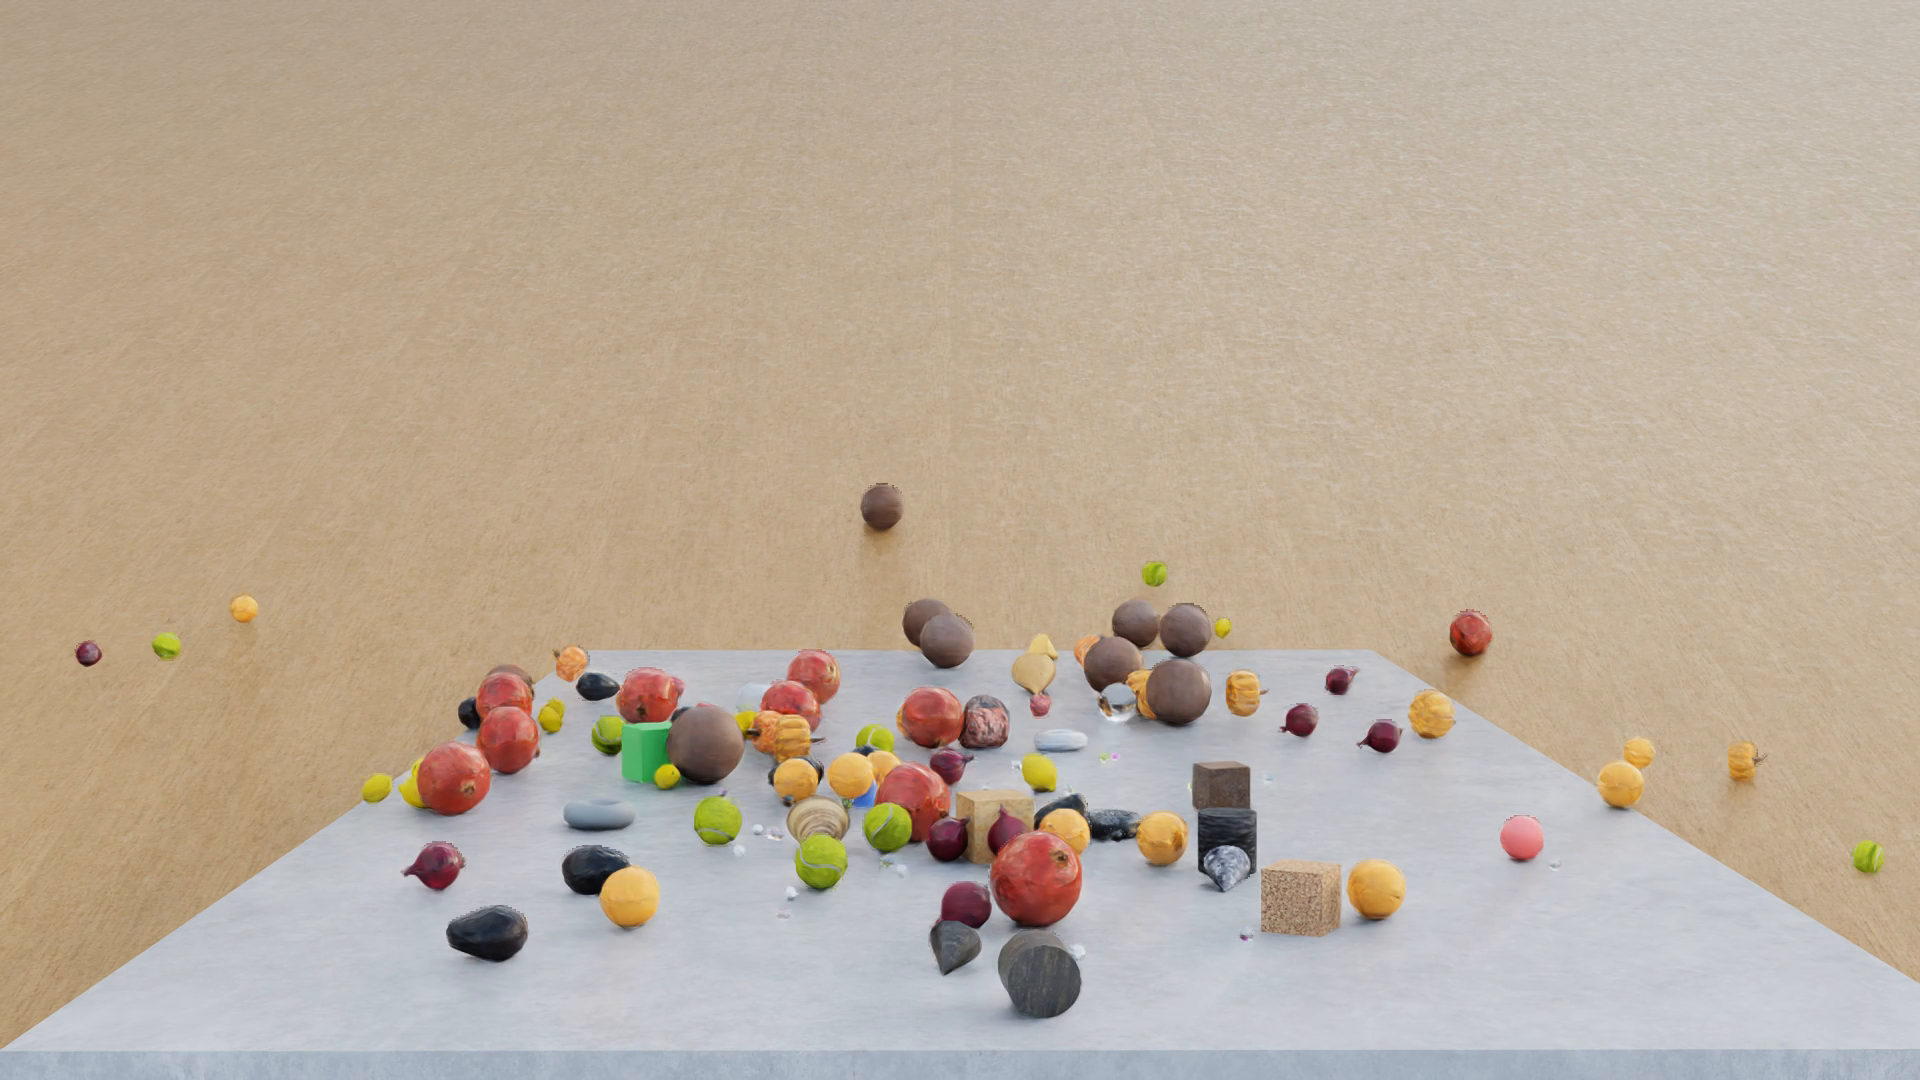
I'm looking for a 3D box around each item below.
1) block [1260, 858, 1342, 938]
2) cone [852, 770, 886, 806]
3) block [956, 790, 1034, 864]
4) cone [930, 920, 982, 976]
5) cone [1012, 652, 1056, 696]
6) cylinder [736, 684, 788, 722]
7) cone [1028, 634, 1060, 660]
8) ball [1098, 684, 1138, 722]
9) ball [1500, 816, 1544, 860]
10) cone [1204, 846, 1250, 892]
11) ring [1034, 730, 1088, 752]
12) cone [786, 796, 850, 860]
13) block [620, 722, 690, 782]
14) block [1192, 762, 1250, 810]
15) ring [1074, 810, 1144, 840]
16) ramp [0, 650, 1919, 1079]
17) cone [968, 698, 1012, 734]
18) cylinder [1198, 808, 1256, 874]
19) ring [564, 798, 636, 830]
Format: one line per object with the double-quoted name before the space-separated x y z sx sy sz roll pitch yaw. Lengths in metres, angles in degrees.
"block" 0.413 0.432 3.109 0.076 0.076 0.076 1 4 26
"cone" -0.143 0.390 4.062 0.054 0.054 0.054 0 3 0
"block" 0.048 0.400 3.592 0.087 0.087 0.087 -1 3 -18
"cone" -0.012 0.470 2.881 0.061 0.061 0.061 5 31 13
"cone" 0.163 0.311 5.567 0.098 0.098 0.098 -1 30 -2
"cylinder" -0.392 0.323 5.092 0.073 0.073 0.073 3 17 43
"cone" 0.218 0.277 6.276 0.072 0.072 0.072 29 5 -31
"ball" 0.311 0.321 5.075 0.078 0.078 0.078 0 21 0
"ball" 0.781 0.414 3.567 0.060 0.060 0.060 0 21 0
"cone" 0.348 0.443 3.360 0.061 0.061 0.061 2 30 6
"ring" 0.184 0.366 4.694 0.098 0.033 0.098 -1 2 0
"cone" -0.199 0.423 3.609 0.090 0.090 0.090 -1 30 -2
"block" -0.516 0.358 4.354 0.087 0.087 0.087 -2 4 -32
"block" 0.408 0.385 4.011 0.069 0.069 0.069 -1 3 -16
"ring" 0.219 0.417 3.768 0.102 0.034 0.102 1 2 0
"ramp" 0.049 0.441 4.532 2.000 0.100 4.000 0 3 0
"cone" 0.038 0.354 4.817 0.092 0.092 0.092 8 21 21
"cylinder" 0.363 0.409 3.488 0.080 0.080 0.080 0 3 0
"ring" -0.542 0.411 3.861 0.109 0.036 0.109 1 3 0
